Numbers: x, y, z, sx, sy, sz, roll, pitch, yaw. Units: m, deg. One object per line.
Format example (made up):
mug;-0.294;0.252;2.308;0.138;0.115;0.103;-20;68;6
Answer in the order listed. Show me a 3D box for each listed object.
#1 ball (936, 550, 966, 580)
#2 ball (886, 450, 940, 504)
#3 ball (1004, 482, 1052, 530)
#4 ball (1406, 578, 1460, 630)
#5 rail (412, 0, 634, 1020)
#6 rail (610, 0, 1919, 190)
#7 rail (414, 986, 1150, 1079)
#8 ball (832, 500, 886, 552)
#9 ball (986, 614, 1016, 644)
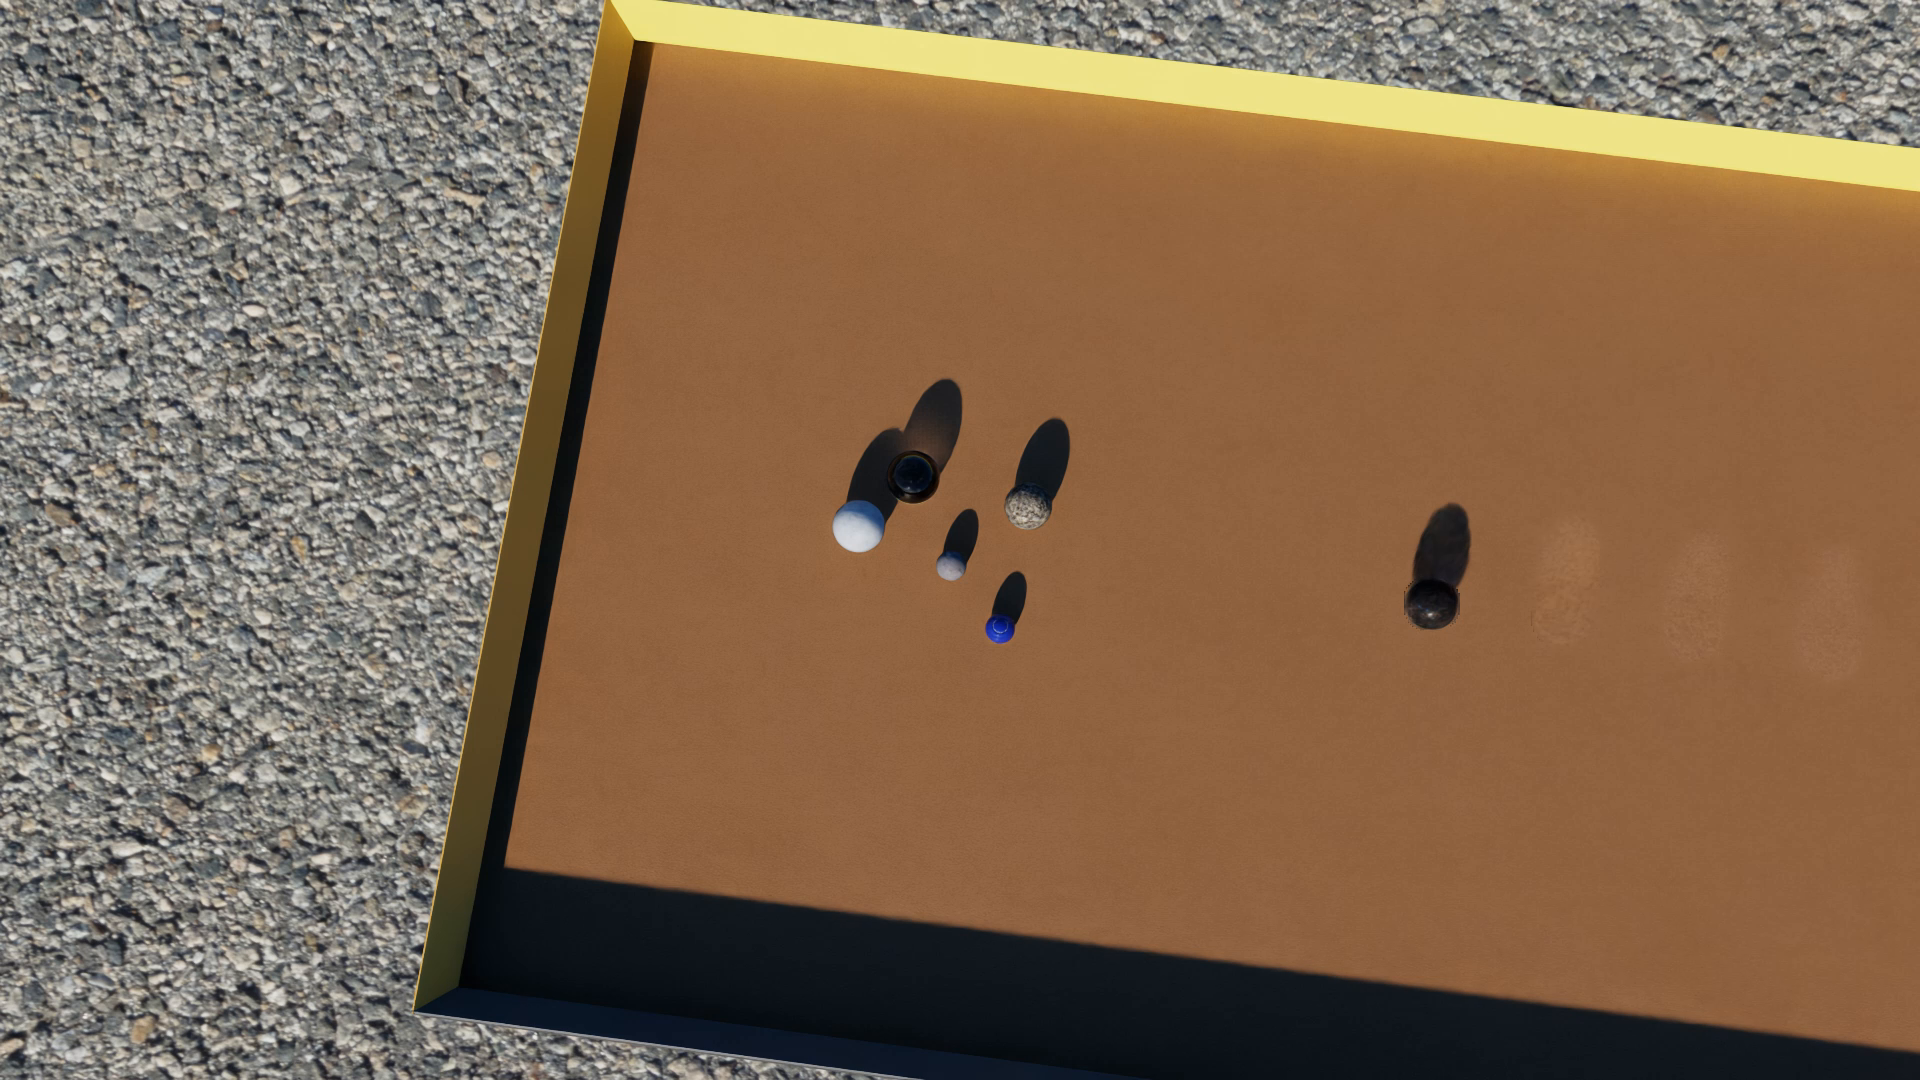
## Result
ball;-0.013;0.039;3.352;0.047;0.047;0.047;0;75;0
ball;-0.072;-0.096;3.370;0.083;0.083;0.083;0;75;0
ball;0.105;-0.052;3.363;0.073;0.073;0.073;0;75;0
ball;0.713;0.097;3.319;0.080;0.080;0.080;0;75;0
rail;-0.646;-0.086;3.353;0.045;0.108;1.607;7;75;2
rail;0.769;-0.669;3.511;2.698;0.108;0.045;7;75;2
rail;0.569;0.825;3.107;2.698;0.108;0.045;7;75;2
ball;-0.154;-0.021;3.350;0.081;0.081;0.081;0;75;0
ball;0.061;0.134;3.327;0.046;0.046;0.046;0;75;0
